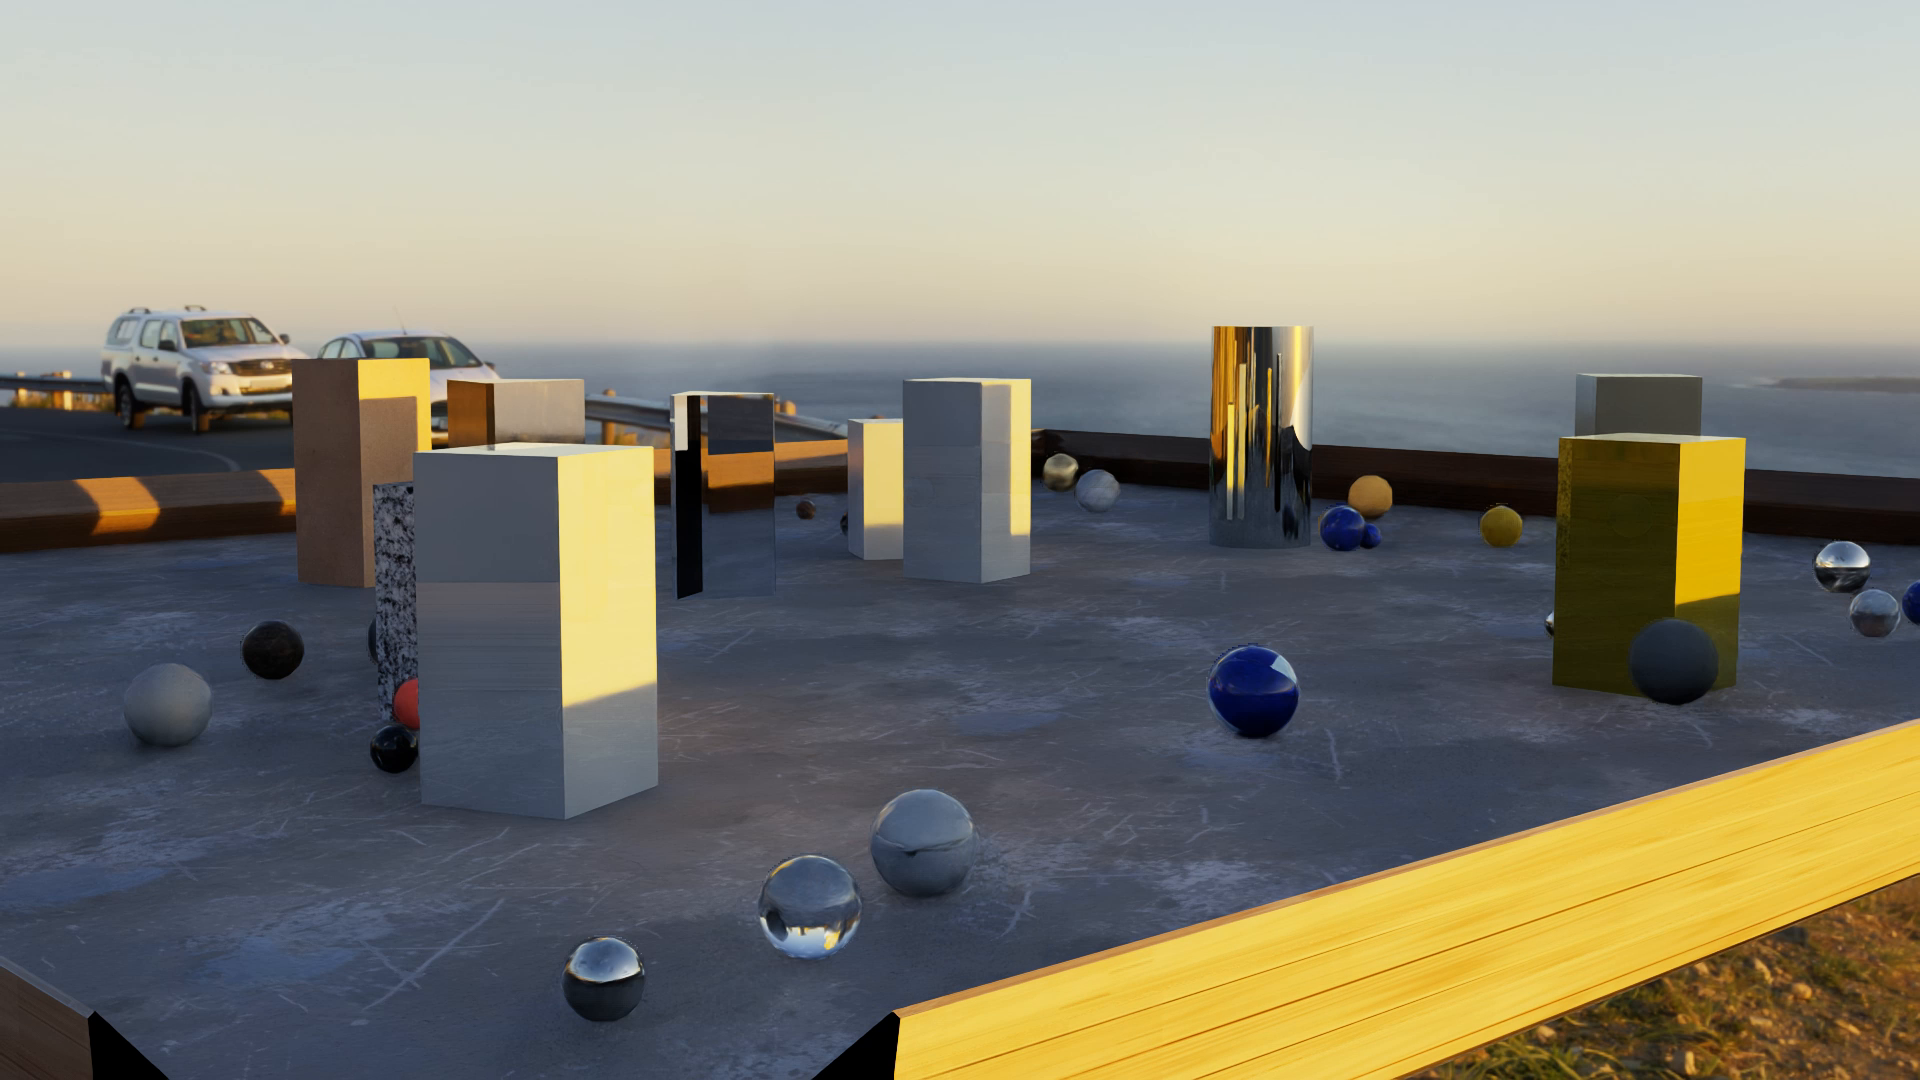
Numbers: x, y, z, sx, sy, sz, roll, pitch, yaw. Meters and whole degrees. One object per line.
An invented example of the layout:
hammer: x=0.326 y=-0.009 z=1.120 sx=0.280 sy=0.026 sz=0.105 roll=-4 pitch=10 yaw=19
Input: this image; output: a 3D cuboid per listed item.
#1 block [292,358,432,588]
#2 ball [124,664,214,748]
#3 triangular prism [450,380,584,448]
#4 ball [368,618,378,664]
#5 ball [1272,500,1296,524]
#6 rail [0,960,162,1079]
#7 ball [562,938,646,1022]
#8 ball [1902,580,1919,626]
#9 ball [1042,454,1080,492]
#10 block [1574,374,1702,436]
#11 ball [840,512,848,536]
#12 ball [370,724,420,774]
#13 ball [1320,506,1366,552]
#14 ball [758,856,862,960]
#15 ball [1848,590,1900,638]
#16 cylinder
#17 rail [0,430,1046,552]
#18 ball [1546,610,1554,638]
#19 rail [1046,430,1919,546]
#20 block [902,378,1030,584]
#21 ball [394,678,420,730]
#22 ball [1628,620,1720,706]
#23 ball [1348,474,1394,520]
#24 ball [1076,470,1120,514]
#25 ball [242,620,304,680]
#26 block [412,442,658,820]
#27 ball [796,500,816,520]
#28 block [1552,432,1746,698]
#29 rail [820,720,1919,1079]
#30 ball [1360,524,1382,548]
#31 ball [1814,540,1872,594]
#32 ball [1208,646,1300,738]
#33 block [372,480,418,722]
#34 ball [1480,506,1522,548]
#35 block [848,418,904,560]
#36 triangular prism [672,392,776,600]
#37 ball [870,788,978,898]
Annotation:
block: x=-0.977 y=-0.115 z=3.604 sx=0.154 sy=0.363 sz=0.154 roll=4 pitch=7 yaw=32
ball: x=-0.804 y=0.168 z=2.236 sx=0.086 sy=0.086 sz=0.086 roll=0 pitch=6 yaw=0
triangular prism: x=-0.570 y=-0.017 z=2.701 sx=0.144 sy=0.358 sz=0.166 roll=4 pitch=7 yaw=31
ball: x=-0.675 y=0.120 z=2.675 sx=0.090 sy=0.090 sz=0.090 roll=0 pitch=6 yaw=0
ball: x=0.675 y=-0.060 z=4.576 sx=0.050 sy=0.050 sz=0.050 roll=0 pitch=6 yaw=0
rail: x=-1.362 y=0.164 z=2.082 sx=0.045 sy=0.125 sz=3.401 roll=-6 pitch=8 yaw=-42
ball: x=-0.223 y=0.276 z=1.378 sx=0.052 sy=0.052 sz=0.052 roll=0 pitch=6 yaw=0
ball: x=1.359 y=0.088 z=3.088 sx=0.067 sy=0.067 sz=0.067 roll=0 pitch=6 yaw=0
ball: x=0.246 y=-0.162 z=5.332 sx=0.095 sy=0.095 sz=0.095 roll=0 pitch=6 yaw=0
block: x=1.030 y=-0.079 z=3.358 sx=0.154 sy=0.344 sz=0.154 roll=0 pitch=6 yaw=5
ball: x=-0.207 y=-0.030 z=4.285 sx=0.052 sy=0.052 sz=0.052 roll=0 pitch=6 yaw=0
ball: x=-0.544 y=0.201 z=2.115 sx=0.046 sy=0.046 sz=0.046 roll=0 pitch=6 yaw=0
ball: x=0.703 y=-0.020 z=4.039 sx=0.085 sy=0.085 sz=0.085 roll=0 pitch=6 yaw=0
ball: x=-0.103 y=0.252 z=1.509 sx=0.071 sy=0.071 sz=0.071 roll=0 pitch=6 yaw=0
ball: x=1.241 y=0.100 z=2.984 sx=0.065 sy=0.065 sz=0.065 roll=0 pitch=6 yaw=0
cylinder: x=0.569 y=-0.198 z=4.161 sx=0.192 sy=0.412 sz=0.192 roll=0 pitch=6 yaw=0
rail: x=-1.137 y=-0.096 z=4.558 sx=3.755 sy=0.125 sz=0.045 roll=-6 pitch=8 yaw=-42
ball: x=0.812 y=0.113 z=2.965 sx=0.042 sy=0.042 sz=0.042 roll=0 pitch=6 yaw=0
rail: x=1.362 y=-0.099 z=4.582 sx=0.045 sy=0.125 sz=3.401 roll=-6 pitch=8 yaw=-42
block: x=0.012 y=-0.103 z=3.665 sx=0.154 sy=0.327 sz=0.154 roll=4 pitch=7 yaw=33
ball: x=-0.570 y=0.173 z=2.323 sx=0.055 sy=0.055 sz=0.055 roll=0 pitch=6 yaw=0
ball: x=0.795 y=0.136 z=2.448 sx=0.096 sy=0.096 sz=0.096 roll=0 pitch=6 yaw=0
ball: x=0.868 y=-0.091 z=4.653 sx=0.095 sy=0.095 sz=0.095 roll=0 pitch=6 yaw=0
ball: x=0.300 y=-0.106 z=4.797 sx=0.096 sy=0.096 sz=0.096 roll=0 pitch=6 yaw=0
ball: x=-0.827 y=0.133 z=2.648 sx=0.071 sy=0.071 sz=0.071 roll=0 pitch=6 yaw=0
block: x=-0.384 y=0.076 z=2.006 sx=0.154 sy=0.318 sz=0.154 roll=3 pitch=7 yaw=24
ball: x=-0.325 y=-0.062 z=4.639 sx=0.042 sy=0.042 sz=0.042 roll=0 pitch=6 yaw=0
block: x=0.812 y=0.026 z=2.595 sx=0.154 sy=0.294 sz=0.154 roll=-6 pitch=8 yaw=-44
rail: x=1.137 y=0.161 z=2.107 sx=3.755 sy=0.125 sz=0.045 roll=-6 pitch=8 yaw=-42
ball: x=0.759 y=-0.007 z=4.087 sx=0.047 sy=0.047 sz=0.047 roll=0 pitch=6 yaw=0
ball: x=1.382 y=0.043 z=3.444 sx=0.083 sy=0.083 sz=0.083 roll=0 pitch=6 yaw=0
ball: x=0.306 y=0.158 z=2.289 sx=0.095 sy=0.095 sz=0.095 roll=0 pitch=6 yaw=0
block: x=-0.527 y=0.065 z=2.407 sx=0.154 sy=0.256 sz=0.154 roll=3 pitch=7 yaw=30
ball: x=1.011 y=-0.024 z=4.107 sx=0.078 sy=0.078 sz=0.078 roll=0 pitch=6 yaw=0
block: x=-0.114 y=-0.095 z=3.988 sx=0.154 sy=0.243 sz=0.154 roll=-1 pitch=6 yaw=-14
triangular prism: x=-0.394 y=-0.073 z=3.446 sx=0.166 sy=0.314 sz=0.144 roll=-3 pitch=7 yaw=-26
ball: x=-0.027 y=0.230 z=1.669 sx=0.082 sy=0.082 sz=0.082 roll=0 pitch=6 yaw=0
